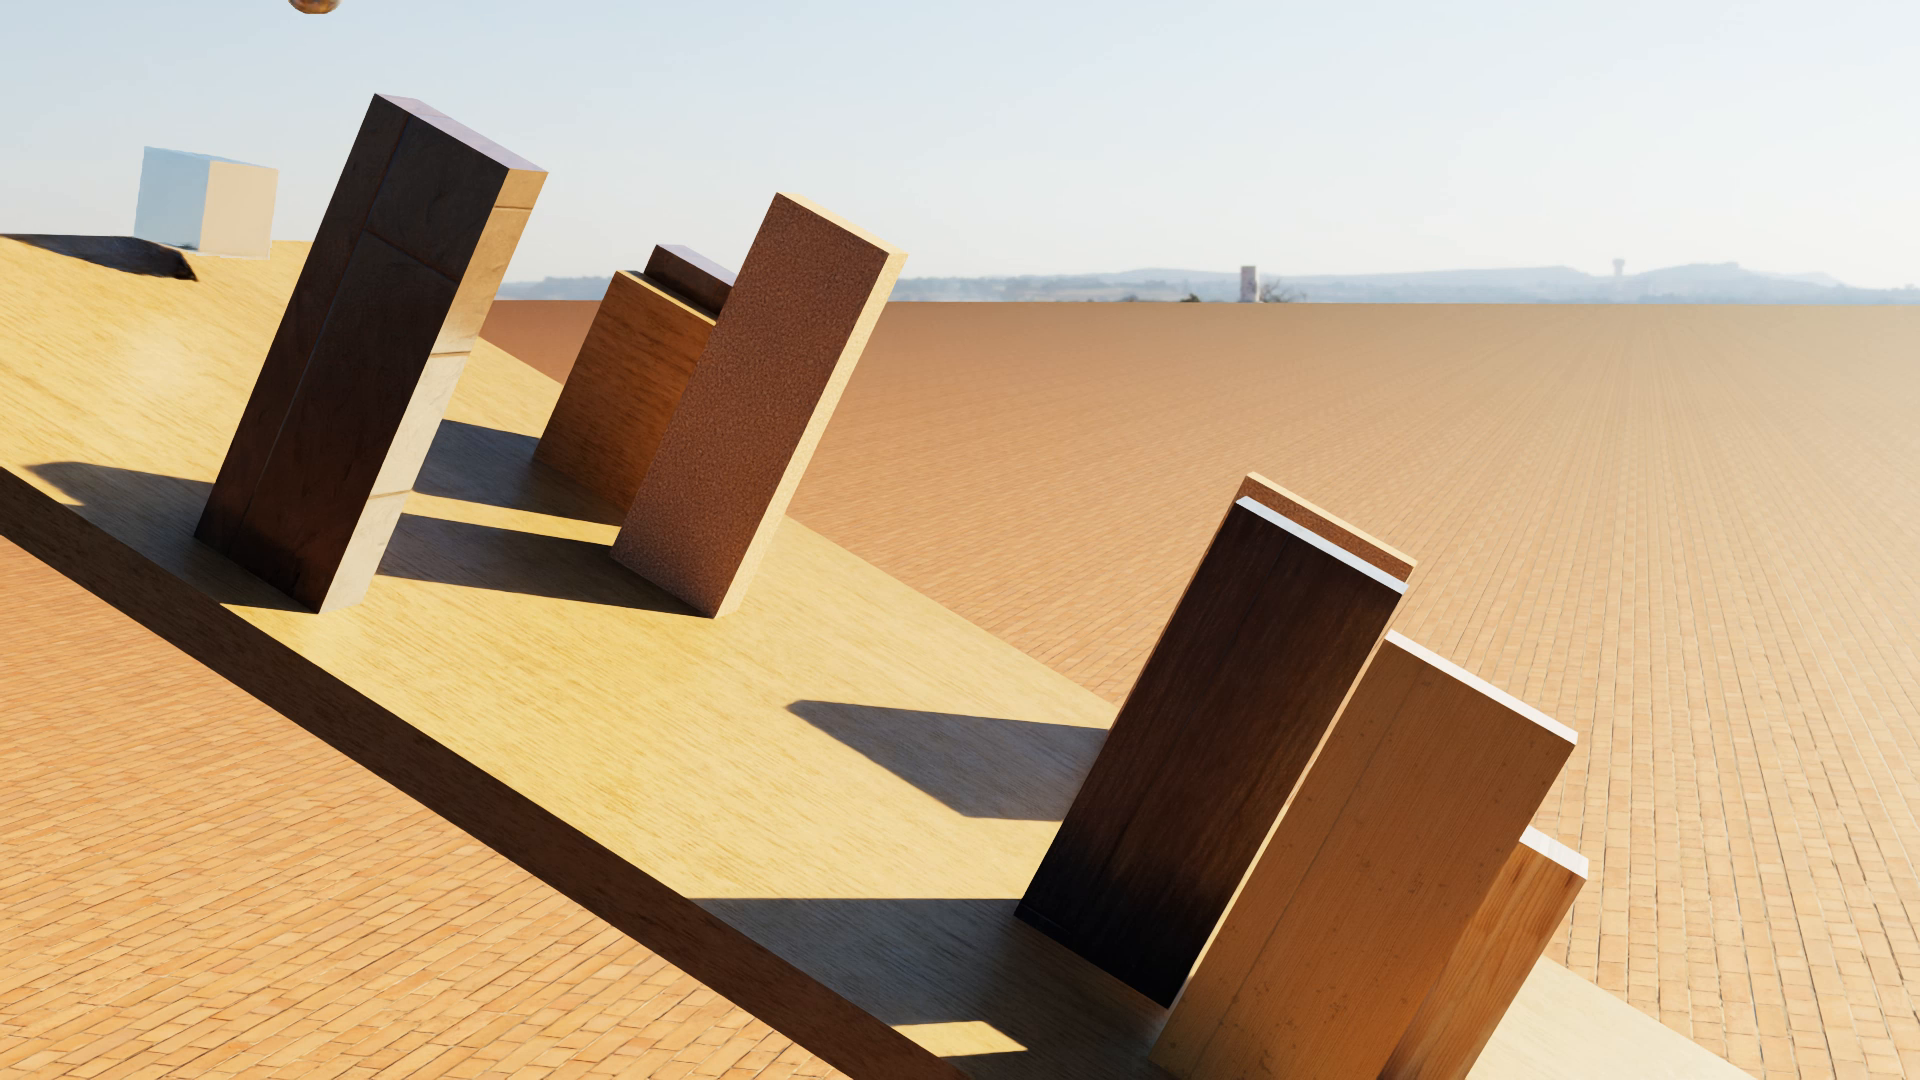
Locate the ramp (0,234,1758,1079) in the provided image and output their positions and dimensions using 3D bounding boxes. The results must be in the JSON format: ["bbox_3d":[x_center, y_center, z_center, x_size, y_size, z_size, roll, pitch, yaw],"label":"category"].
[{"bbox_3d":[-0.230,0.383,4.152,4.000,0.100,2.000,30,14,12],"label":"ramp"}]

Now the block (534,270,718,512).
[{"bbox_3d":[-0.692,-0.315,4.690,0.265,0.446,0.103,30,14,12],"label":"block"}]

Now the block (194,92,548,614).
[{"bbox_3d":[-0.932,-0.287,3.461,0.254,0.777,0.124,30,14,12],"label":"block"}]

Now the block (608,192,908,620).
[{"bbox_3d":[-0.397,-0.259,4.291,0.255,0.799,0.116,30,14,12],"label":"block"}]

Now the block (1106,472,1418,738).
[{"bbox_3d":[0.639,0.237,4.696,0.395,0.653,0.090,30,14,12],"label":"block"}]

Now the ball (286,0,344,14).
[{"bbox_3d":[-1.380,-1.196,4.695,0.146,0.146,0.146,0,7,0],"label":"ball"}]

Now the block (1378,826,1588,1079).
[{"bbox_3d":[0.774,0.663,3.755,0.387,0.484,0.131,30,14,12],"label":"block"}]

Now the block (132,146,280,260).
[{"bbox_3d":[-1.637,-0.732,4.777,0.197,0.197,0.197,15,10,26],"label":"block"}]

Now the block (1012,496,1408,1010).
[{"bbox_3d":[0.402,0.348,3.579,0.297,0.789,0.103,30,14,12],"label":"block"}]

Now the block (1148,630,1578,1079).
[{"bbox_3d":[0.597,0.541,3.308,0.308,0.756,0.088,30,14,12],"label":"block"}]

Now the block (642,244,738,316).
[{"bbox_3d":[-0.570,-0.322,4.803,0.408,0.512,0.142,30,14,12],"label":"block"}]
